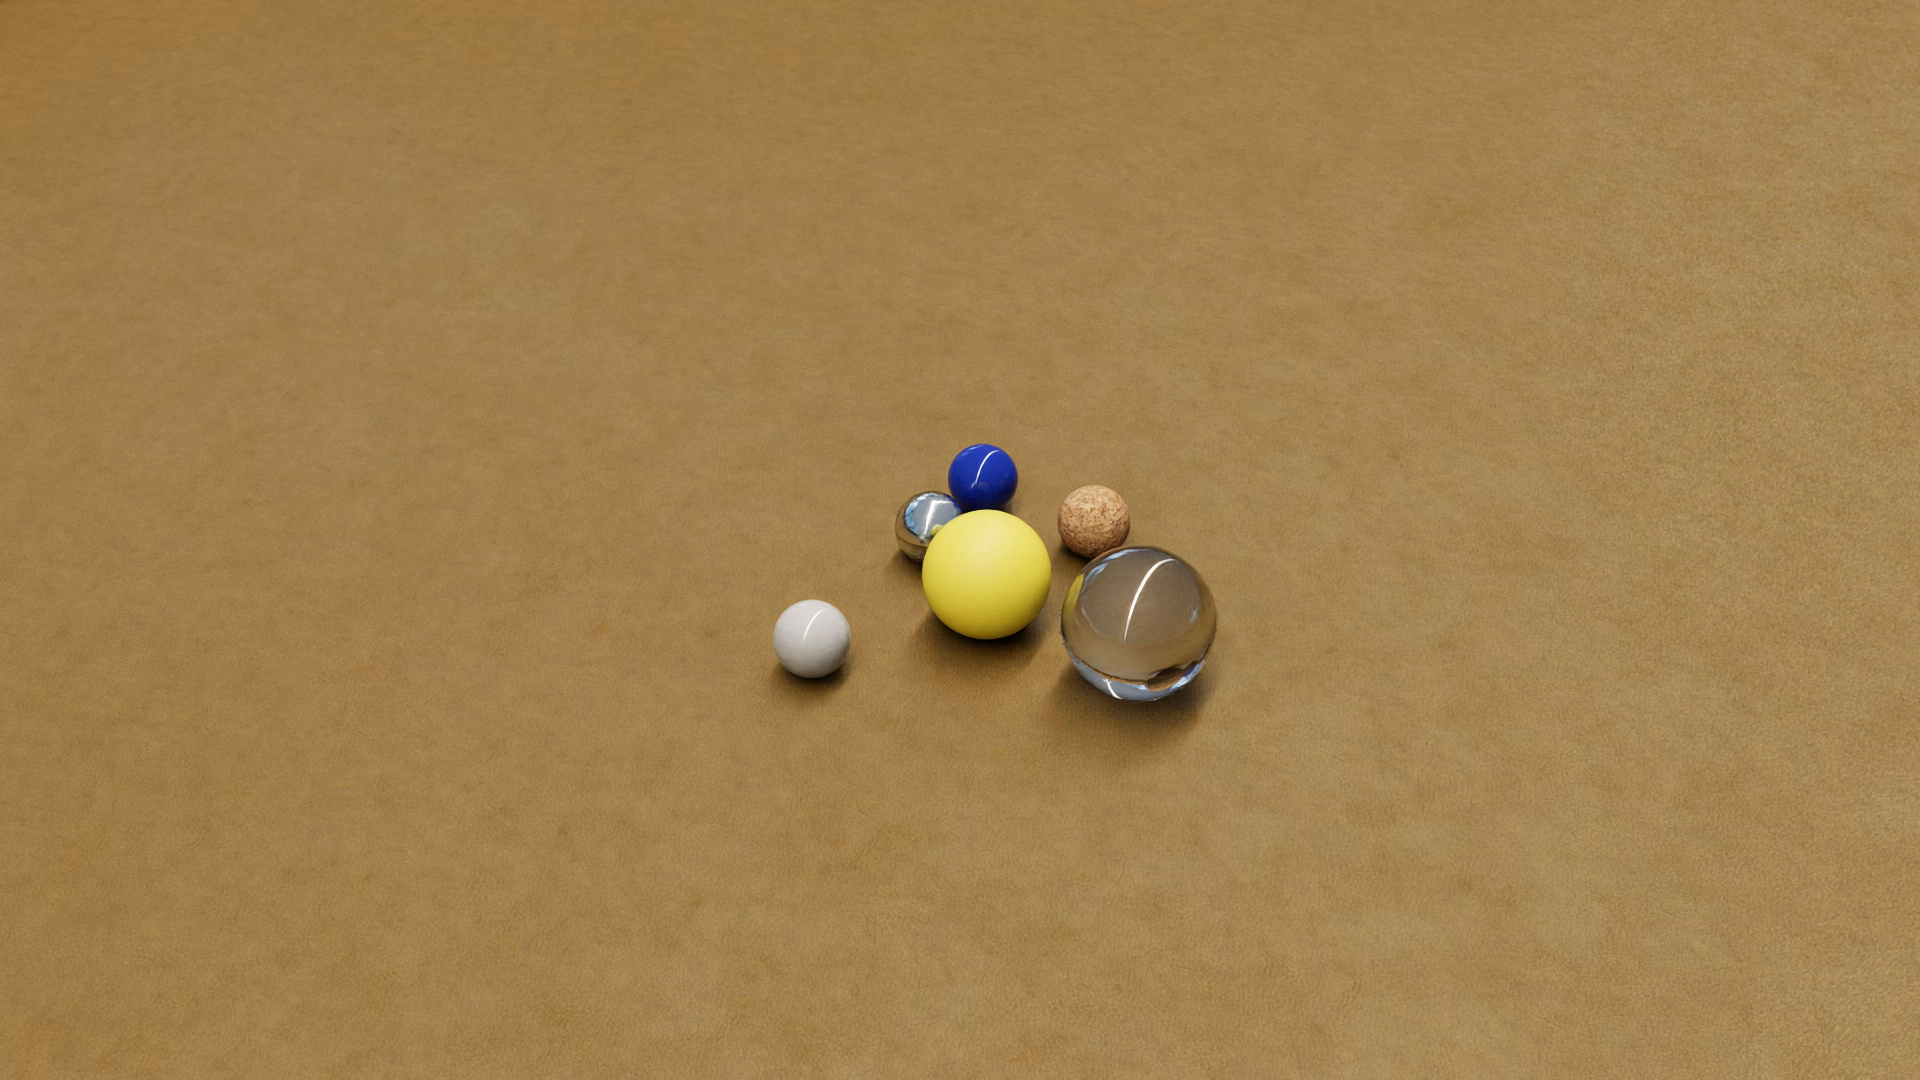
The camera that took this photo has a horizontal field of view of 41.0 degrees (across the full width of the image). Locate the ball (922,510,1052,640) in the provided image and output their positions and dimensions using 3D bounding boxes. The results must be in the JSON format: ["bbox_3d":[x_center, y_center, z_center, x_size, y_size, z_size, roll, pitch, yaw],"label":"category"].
[{"bbox_3d":[0.017,0.022,1.612,0.082,0.082,0.082,0,36,0],"label":"ball"}]

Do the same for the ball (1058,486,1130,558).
[{"bbox_3d":[0.088,-0.012,1.687,0.048,0.048,0.048,0,36,0],"label":"ball"}]

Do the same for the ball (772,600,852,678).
[{"bbox_3d":[-0.091,0.061,1.586,0.049,0.049,0.049,0,36,0],"label":"ball"}]

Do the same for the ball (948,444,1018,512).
[{"bbox_3d":[0.015,-0.041,1.727,0.048,0.048,0.048,0,36,0],"label":"ball"}]

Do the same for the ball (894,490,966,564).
[{"bbox_3d":[-0.019,-0.008,1.682,0.049,0.049,0.049,0,36,0],"label":"ball"}]

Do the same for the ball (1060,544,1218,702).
[{"bbox_3d":[0.109,0.050,1.561,0.096,0.096,0.096,0,36,0],"label":"ball"}]
